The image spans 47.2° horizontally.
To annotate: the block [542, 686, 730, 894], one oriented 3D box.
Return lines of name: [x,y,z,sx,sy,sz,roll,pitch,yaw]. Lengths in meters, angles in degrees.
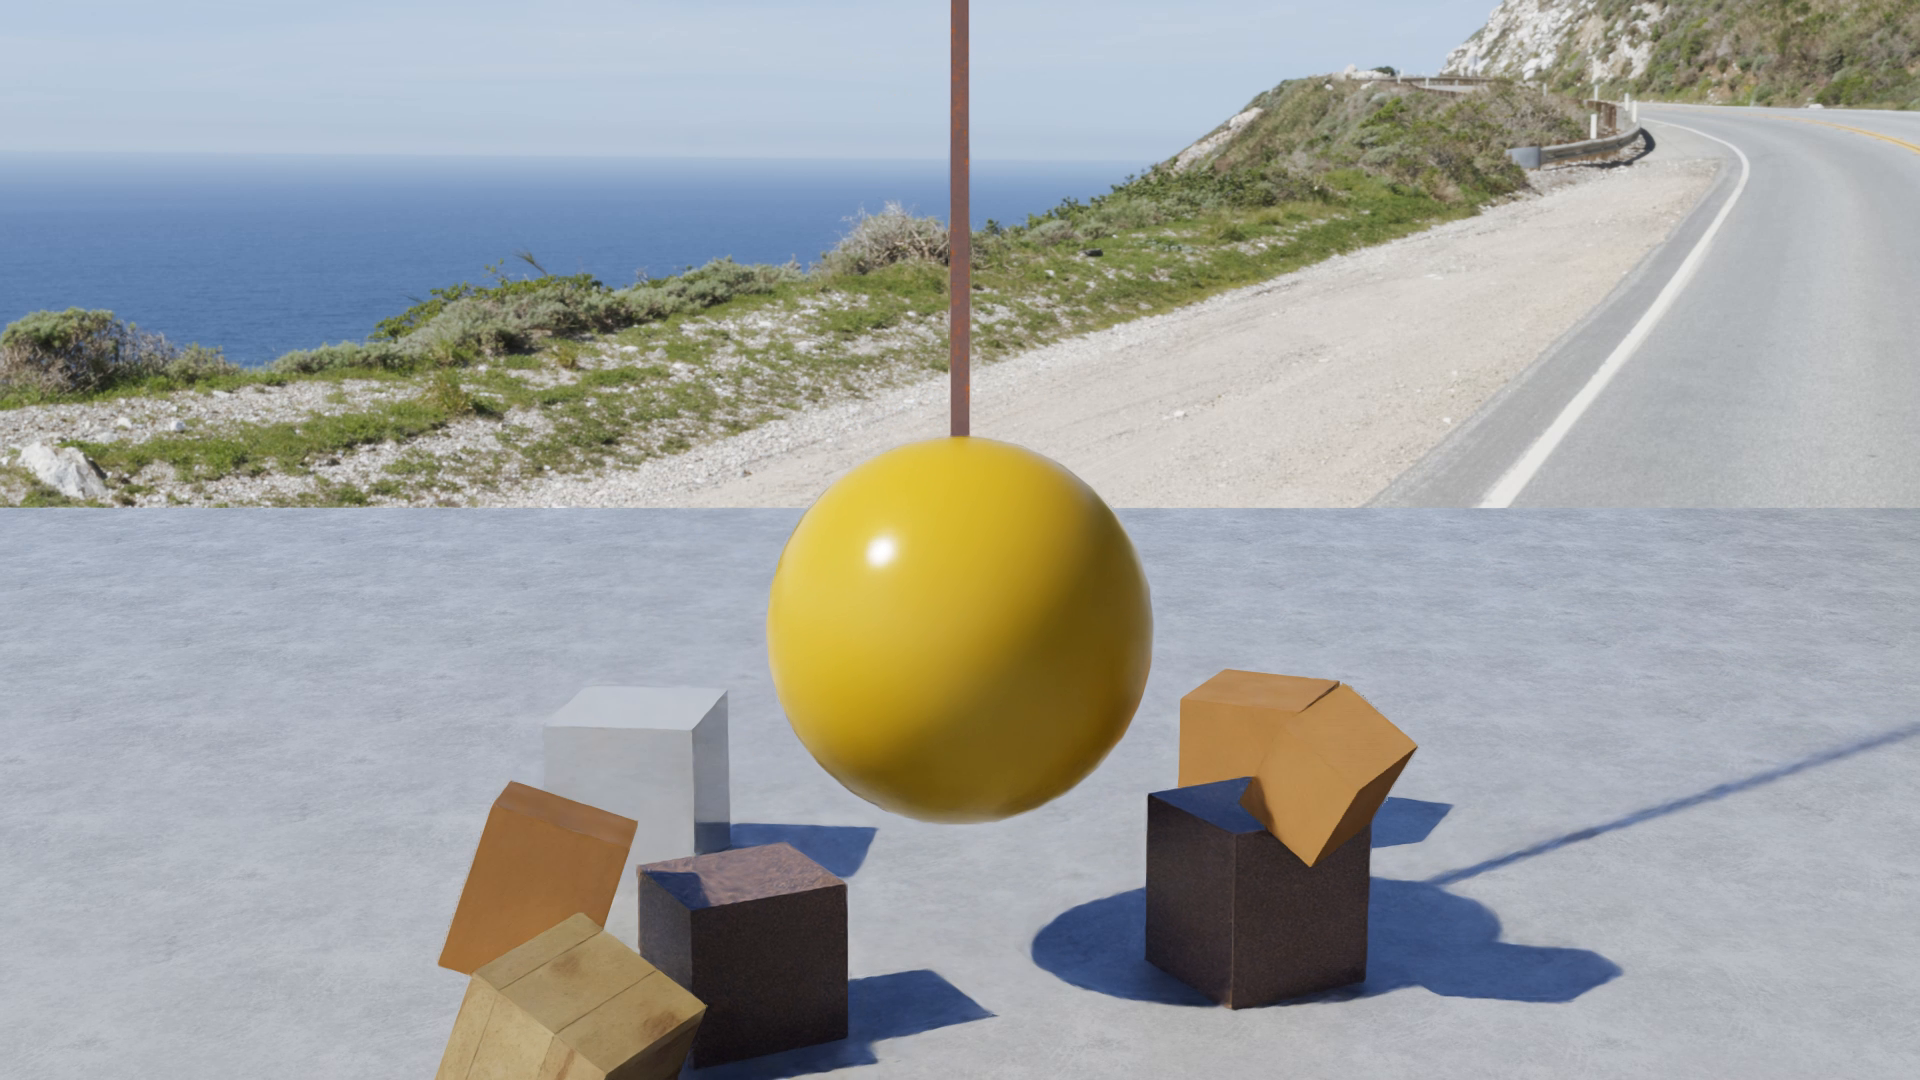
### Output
block: [-1.557,1.203,10.699,0.714,0.805,0.772,1,10,6]

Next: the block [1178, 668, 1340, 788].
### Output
block: [1.534,1.129,11.272,0.619,0.745,0.703,5,11,25]

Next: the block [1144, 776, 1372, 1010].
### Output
block: [1.260,1.475,9.357,0.691,0.750,0.649,-5,12,-28]

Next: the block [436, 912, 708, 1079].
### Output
block: [-1.350,1.769,7.570,0.589,0.587,0.571,32,25,19]

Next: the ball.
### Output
ball: [0.000,0.371,9.058,1.600,1.600,1.600,0,10,0]

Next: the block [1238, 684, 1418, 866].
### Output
block: [1.486,0.947,8.895,0.393,0.475,0.450,41,43,22]

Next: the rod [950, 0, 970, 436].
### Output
rod: [0.000,-2.969,9.692,0.080,5.200,0.080,0,-11,0]

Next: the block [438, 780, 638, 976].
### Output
block: [-1.570,1.317,8.263,0.519,0.612,0.626,19,0,-6]

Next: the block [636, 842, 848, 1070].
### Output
block: [-0.869,1.639,8.760,0.651,0.642,0.594,-5,12,-28]
